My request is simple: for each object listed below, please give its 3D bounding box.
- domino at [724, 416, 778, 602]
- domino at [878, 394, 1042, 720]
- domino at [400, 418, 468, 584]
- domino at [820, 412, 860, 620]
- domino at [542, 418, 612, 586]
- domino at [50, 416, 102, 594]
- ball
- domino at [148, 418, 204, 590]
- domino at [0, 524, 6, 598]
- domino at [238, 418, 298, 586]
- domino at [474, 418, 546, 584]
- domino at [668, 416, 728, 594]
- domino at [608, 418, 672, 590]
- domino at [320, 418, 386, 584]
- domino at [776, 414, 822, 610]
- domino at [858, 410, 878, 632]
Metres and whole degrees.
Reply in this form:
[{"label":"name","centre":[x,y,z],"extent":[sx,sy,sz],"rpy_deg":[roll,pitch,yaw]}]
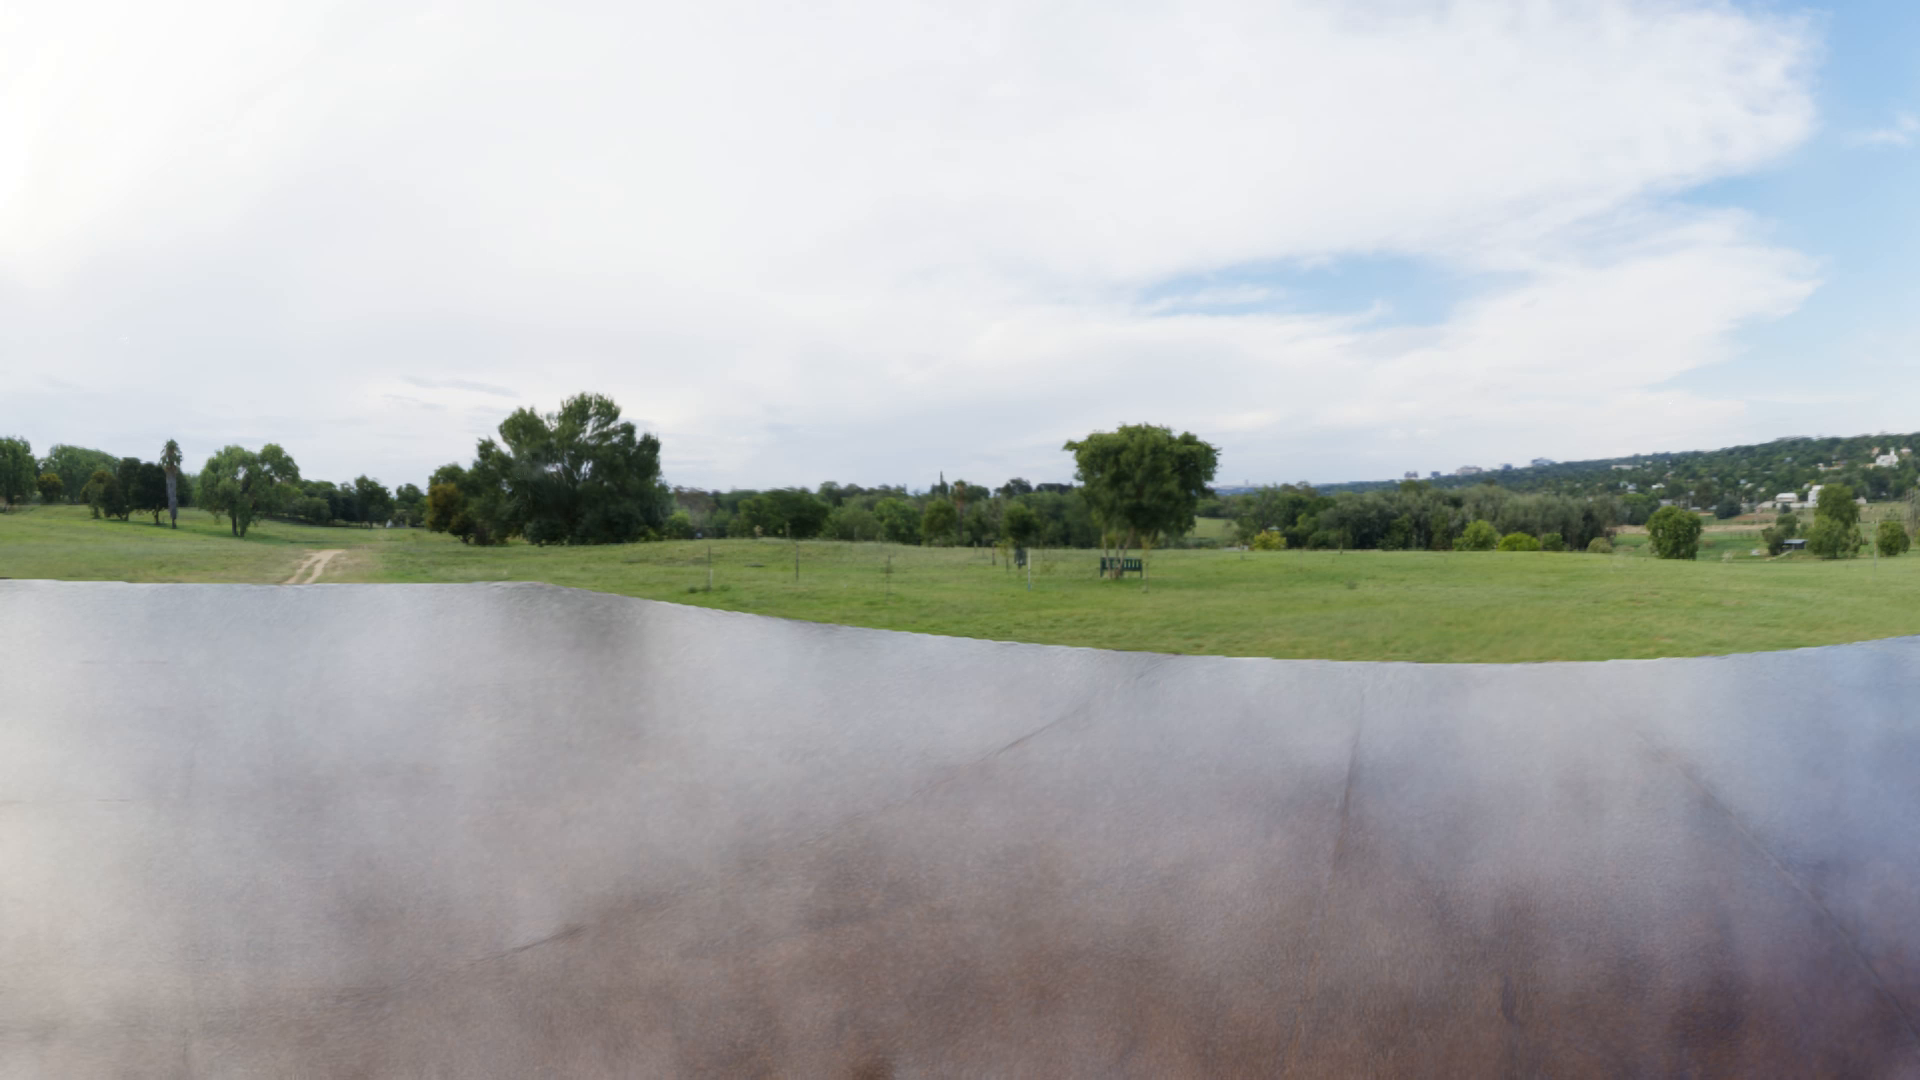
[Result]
[{"label":"domino","centre":[-0.052,-0.009,0.357],"extent":[0.009,0.050,0.025],"rpy_deg":[4,6,42]},{"label":"domino","centre":[0.000,0.002,0.201],"extent":[0.025,0.050,0.009],"rpy_deg":[0,4,0]},{"label":"domino","centre":[-0.164,-0.013,0.401],"extent":[0.010,0.050,0.025],"rpy_deg":[0,4,1]},{"label":"domino","centre":[-0.021,-0.006,0.319],"extent":[0.025,0.050,0.010],"rpy_deg":[-3,5,-31]},{"label":"domino","centre":[-0.116,-0.012,0.394],"extent":[0.009,0.050,0.025],"rpy_deg":[1,4,18]},{"label":"domino","centre":[-0.258,-0.011,0.375],"extent":[0.010,0.050,0.025],"rpy_deg":[-3,5,-32]},{"label":"ball","centre":[0.000,-0.002,0.056],"extent":[0.080,0.080,0.080],"rpy_deg":[0,4,0]},{"label":"domino","centre":[-0.236,-0.011,0.386],"extent":[0.009,0.050,0.025],"rpy_deg":[-2,5,-24]},{"label":"domino","centre":[-0.277,-0.009,0.360],"extent":[0.009,0.050,0.025],"rpy_deg":[-4,6,-44]},{"label":"domino","centre":[-0.213,-0.012,0.395],"extent":[0.010,0.050,0.025],"rpy_deg":[-1,4,-16]},{"label":"domino","centre":[-0.140,-0.012,0.399],"extent":[0.010,0.050,0.025],"rpy_deg":[1,4,9]},{"label":"domino","centre":[-0.071,-0.010,0.373],"extent":[0.010,0.050,0.025],"rpy_deg":[3,5,34]},{"label":"domino","centre":[-0.093,-0.011,0.385],"extent":[0.009,0.050,0.025],"rpy_deg":[2,5,25]},{"label":"domino","centre":[-0.189,-0.012,0.400],"extent":[0.009,0.050,0.025],"rpy_deg":[-1,4,-7]},{"label":"domino","centre":[-0.035,-0.008,0.340],"extent":[0.025,0.050,0.010],"rpy_deg":[-4,6,-39]},{"label":"domino","centre":[-0.010,-0.005,0.297],"extent":[0.025,0.050,0.009],"rpy_deg":[-2,5,-23]}]
